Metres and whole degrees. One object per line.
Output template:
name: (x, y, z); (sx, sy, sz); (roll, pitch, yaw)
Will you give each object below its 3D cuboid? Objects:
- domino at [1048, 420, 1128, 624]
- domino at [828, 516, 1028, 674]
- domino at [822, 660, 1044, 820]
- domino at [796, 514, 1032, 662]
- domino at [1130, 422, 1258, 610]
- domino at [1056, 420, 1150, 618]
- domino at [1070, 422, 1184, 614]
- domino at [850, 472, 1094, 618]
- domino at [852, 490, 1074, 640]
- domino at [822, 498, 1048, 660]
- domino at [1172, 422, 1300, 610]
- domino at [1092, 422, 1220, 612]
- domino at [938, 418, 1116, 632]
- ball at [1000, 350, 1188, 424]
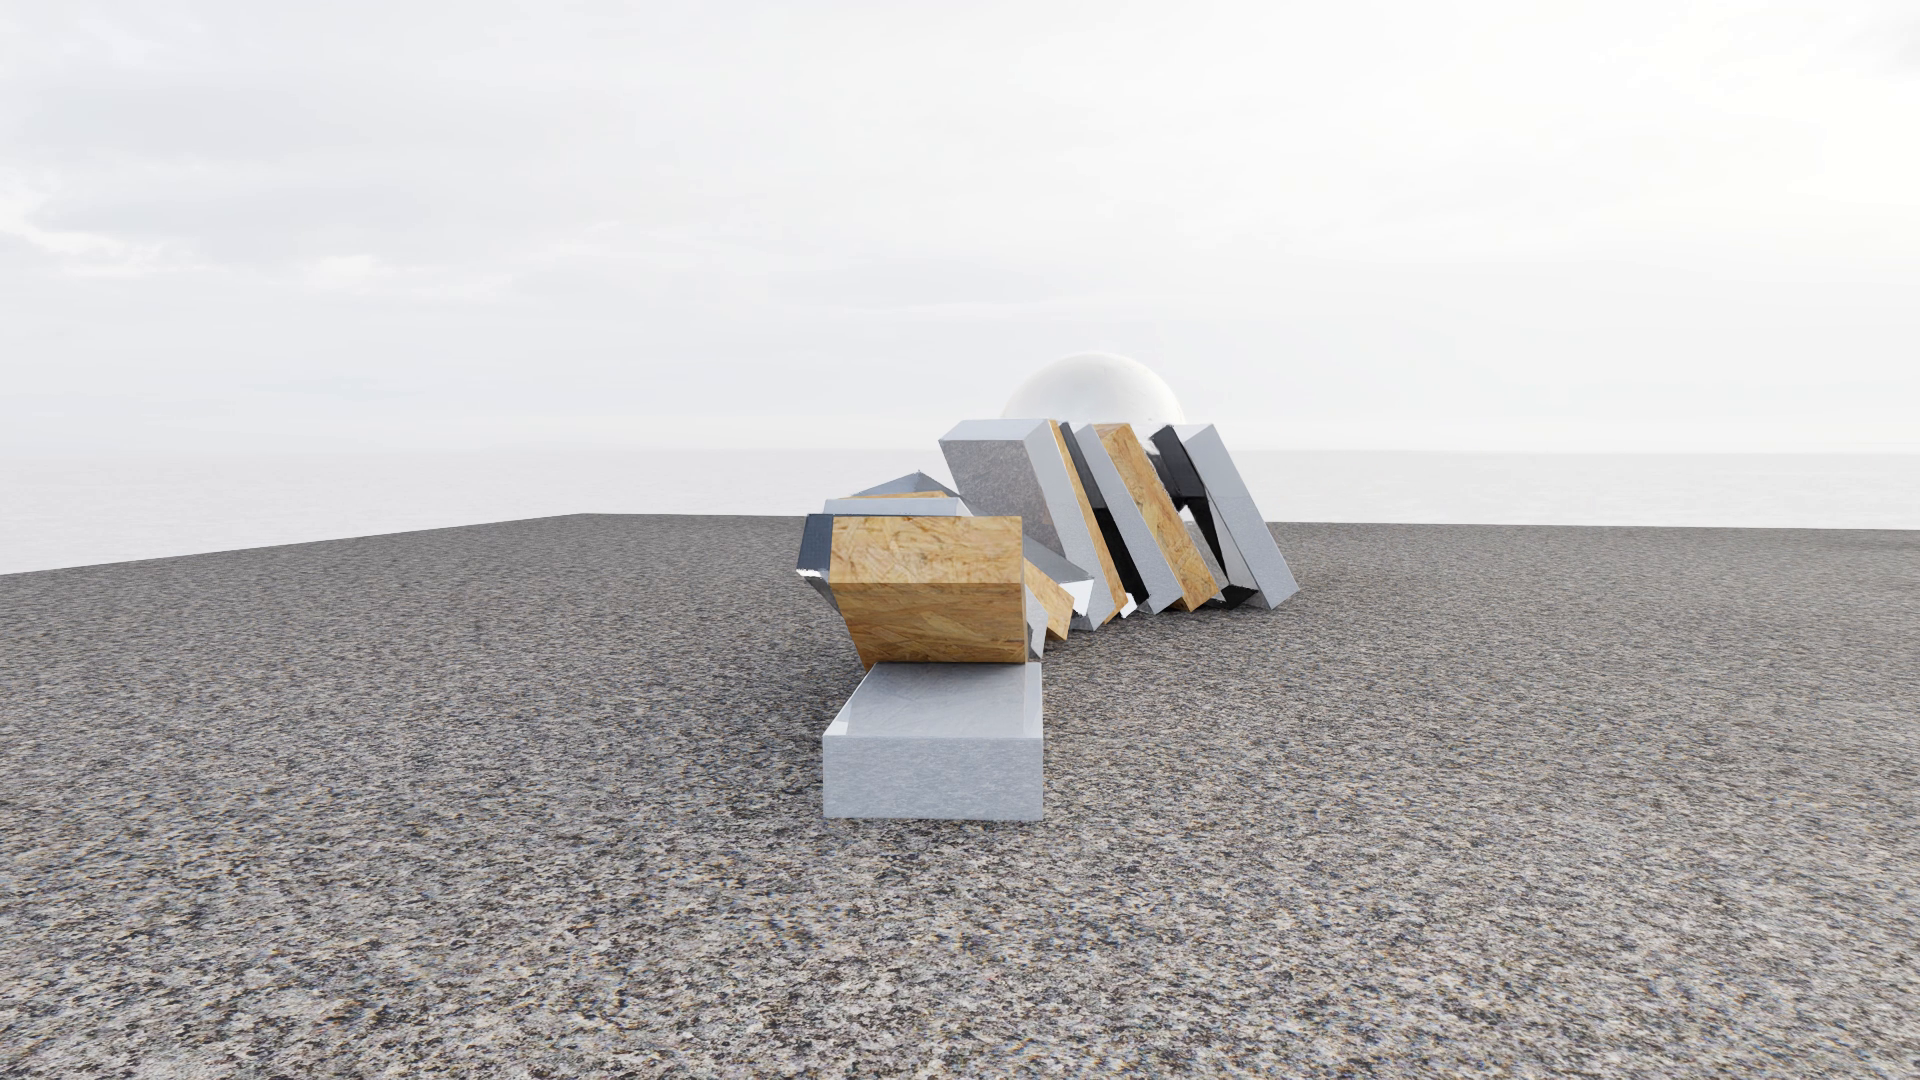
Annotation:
domino: (0.020, -0.004, 0.304); (0.009, 0.050, 0.025); (-39, 27, -31)
domino: (-0.003, 0.012, 0.191); (0.025, 0.009, 0.050); (0, -24, 4)
domino: (-0.002, 0.025, 0.170); (0.025, 0.009, 0.050); (0, 4, 3)
domino: (-0.006, 0.011, 0.216); (0.025, 0.010, 0.050); (1, -23, 17)
domino: (0.057, -0.006, 0.335); (0.009, 0.050, 0.025); (-33, 13, -13)
domino: (0.026, -0.005, 0.317); (0.009, 0.050, 0.025); (-36, 21, -24)
domino: (0.036, -0.006, 0.327); (0.009, 0.050, 0.025); (-33, 13, -13)
domino: (0.002, 0.003, 0.275); (0.050, 0.010, 0.025); (30, -27, -30)
domino: (-0.001, 0.006, 0.256); (0.025, 0.010, 0.050); (-2, -26, 36)
domino: (-0.004, 0.008, 0.236); (0.025, 0.009, 0.050); (0, -26, 23)
domino: (0.068, -0.007, 0.337); (0.009, 0.050, 0.025); (-33, 13, -13)
domino: (0.046, -0.006, 0.332); (0.009, 0.050, 0.025); (-33, 13, -13)
domino: (0.016, -0.003, 0.291); (0.025, 0.050, 0.009); (4, 36, 43)
ball: (0.054, -0.037, 0.522); (0.080, 0.080, 0.080); (0, 4, 0)
